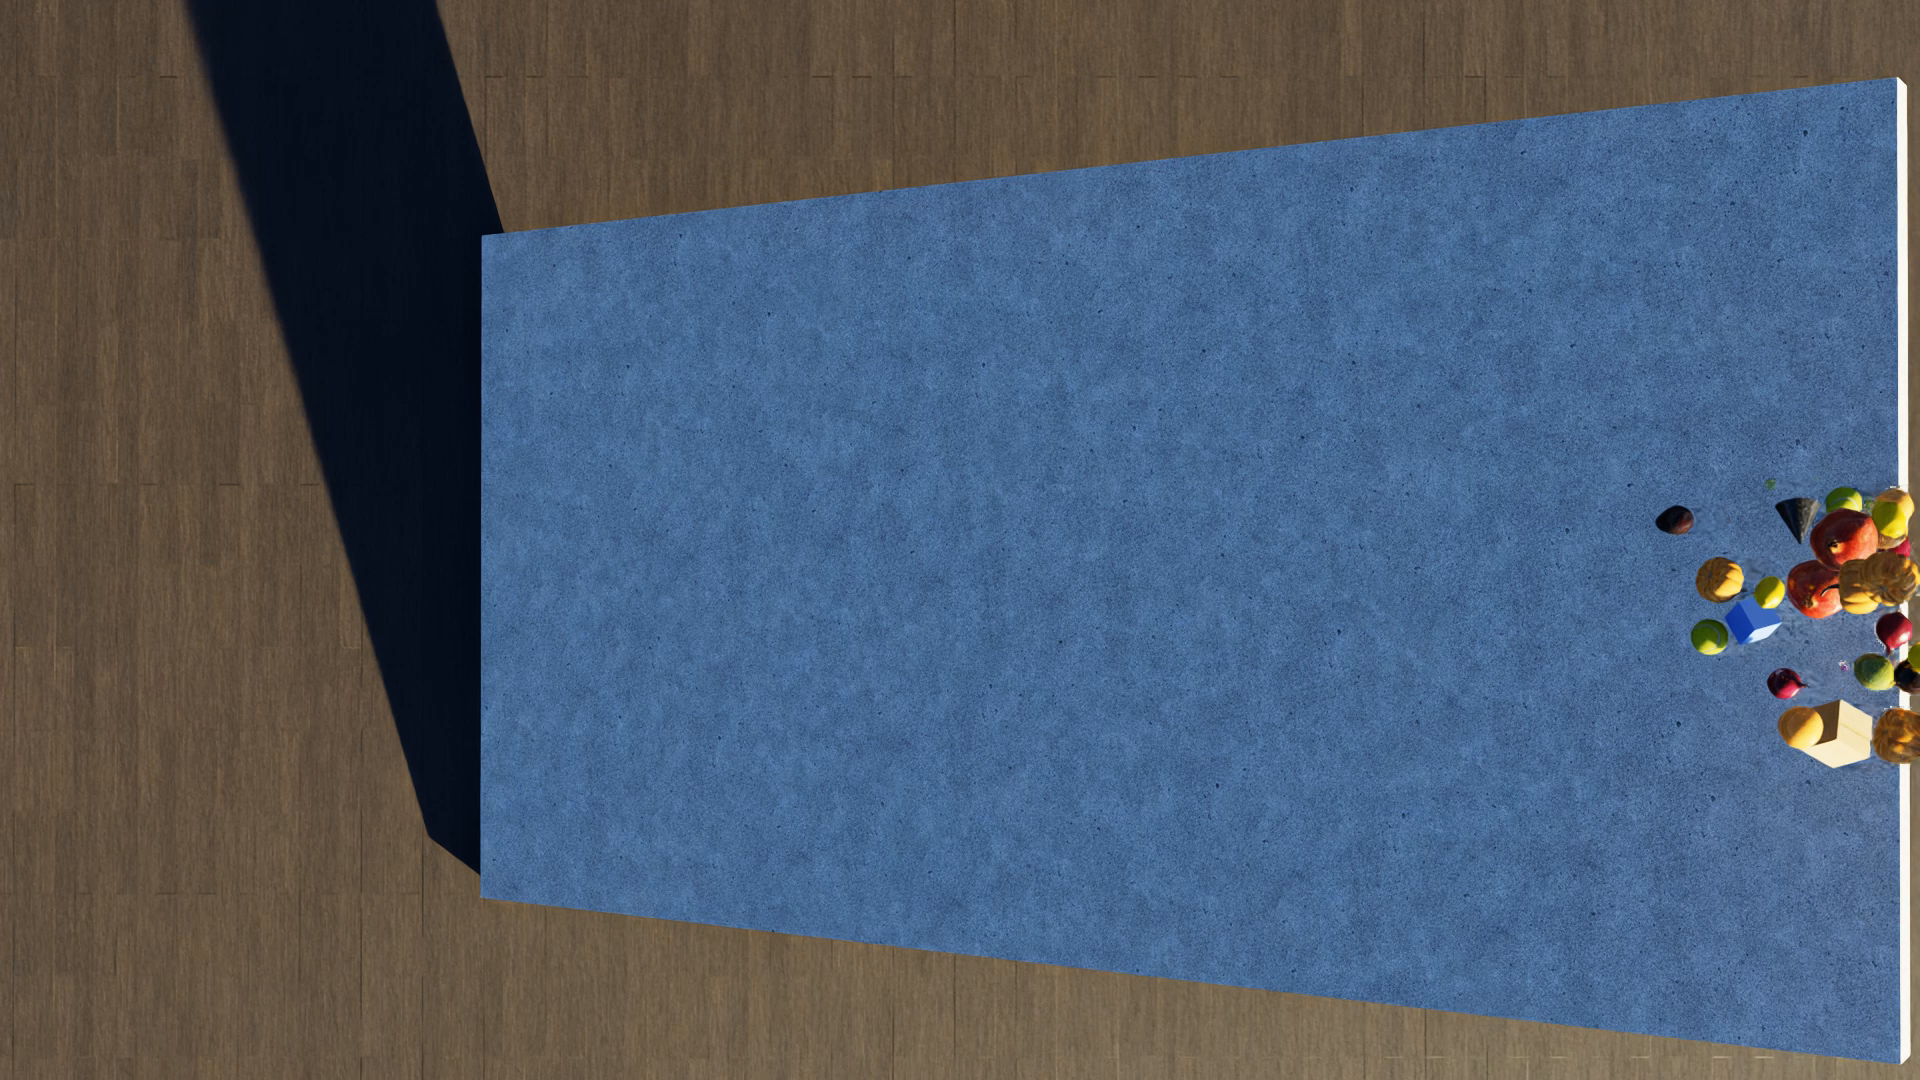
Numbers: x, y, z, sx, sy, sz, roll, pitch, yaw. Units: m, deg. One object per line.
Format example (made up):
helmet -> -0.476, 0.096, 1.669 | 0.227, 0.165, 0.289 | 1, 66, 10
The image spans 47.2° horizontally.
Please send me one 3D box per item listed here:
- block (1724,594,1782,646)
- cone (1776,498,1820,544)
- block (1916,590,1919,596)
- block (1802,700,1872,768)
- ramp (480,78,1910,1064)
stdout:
block -> 1.533, 0.154, 4.250 | 0.064, 0.064, 0.064 | -14, 64, -17
cone -> 1.600, -0.027, 4.194 | 0.081, 0.081, 0.081 | 4, 70, 0
block -> 1.614, 0.061, 3.526 | 0.100, 0.100, 0.100 | 28, 88, 15
block -> 1.567, 0.347, 3.931 | 0.080, 0.080, 0.080 | 28, 61, -19
ramp -> 0.255, 0.070, 5.590 | 4.000, 0.100, 2.000 | 0, 89, 33
